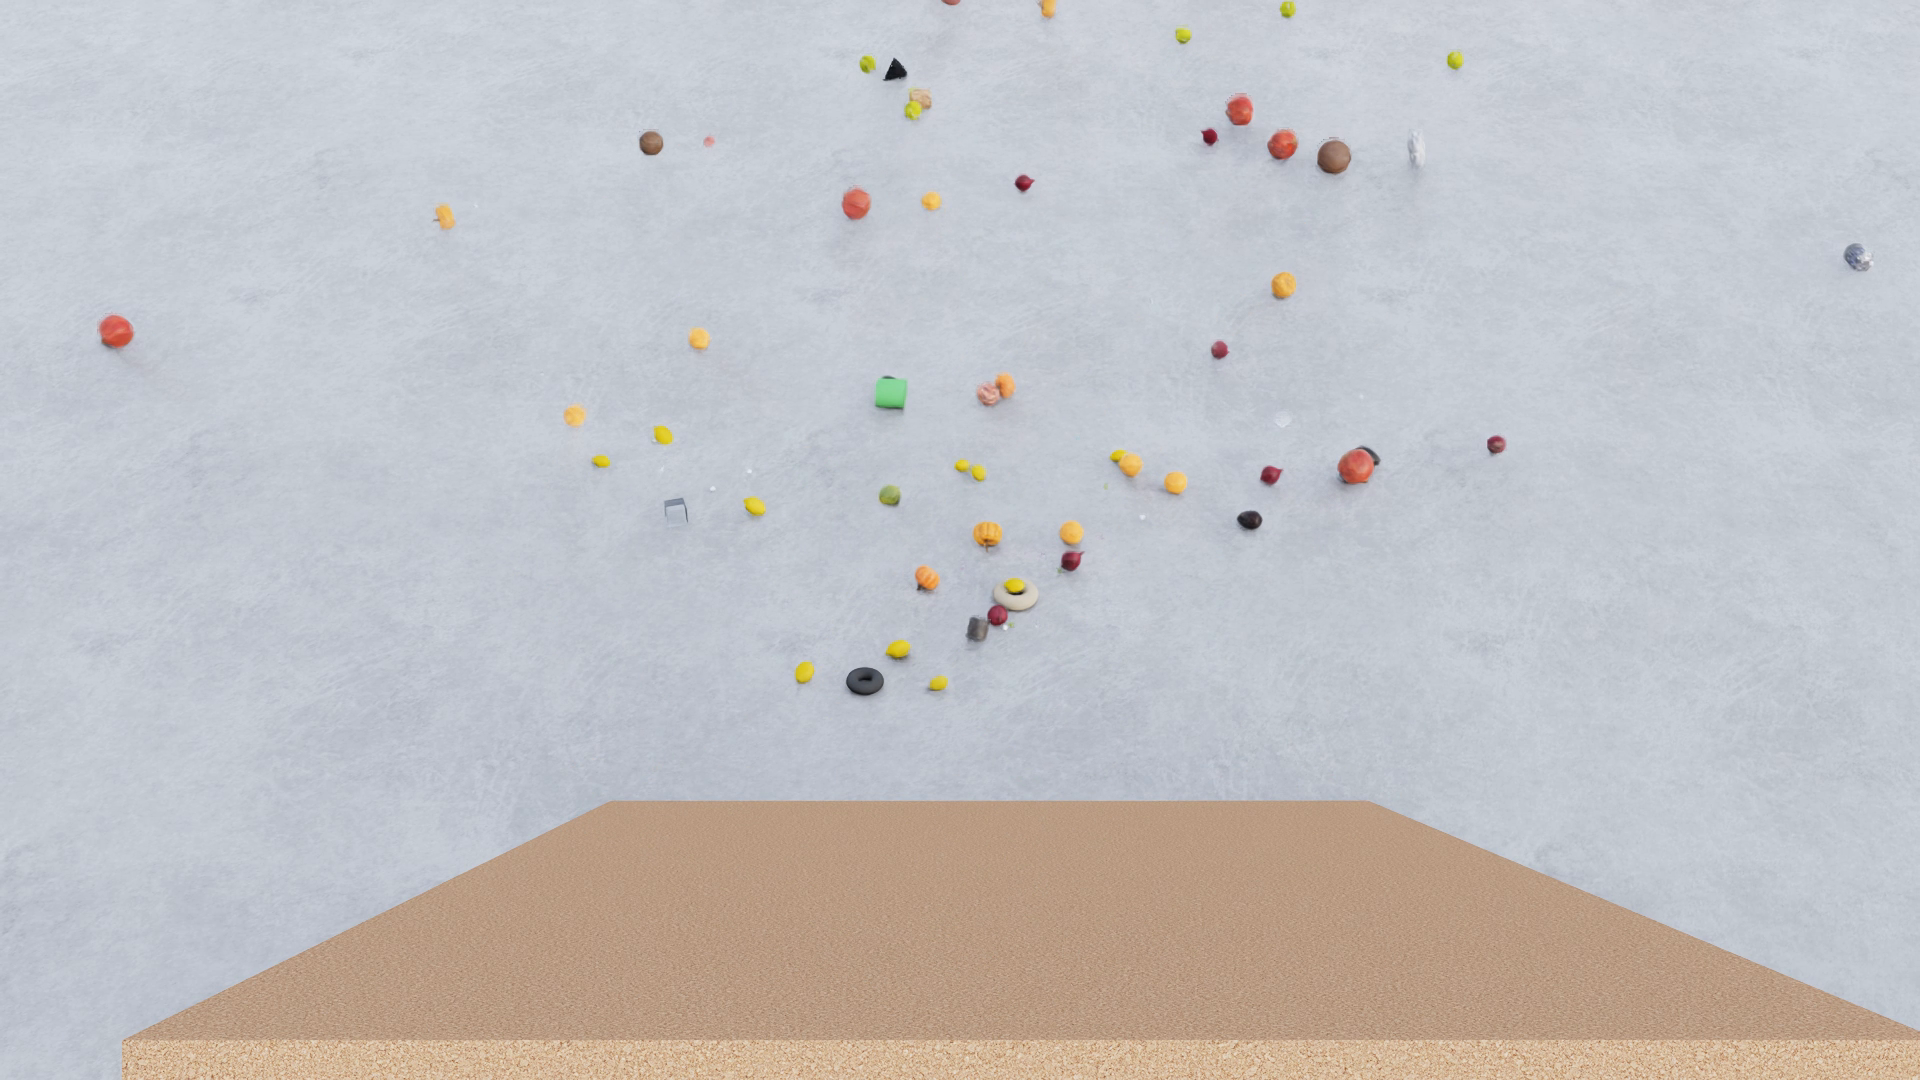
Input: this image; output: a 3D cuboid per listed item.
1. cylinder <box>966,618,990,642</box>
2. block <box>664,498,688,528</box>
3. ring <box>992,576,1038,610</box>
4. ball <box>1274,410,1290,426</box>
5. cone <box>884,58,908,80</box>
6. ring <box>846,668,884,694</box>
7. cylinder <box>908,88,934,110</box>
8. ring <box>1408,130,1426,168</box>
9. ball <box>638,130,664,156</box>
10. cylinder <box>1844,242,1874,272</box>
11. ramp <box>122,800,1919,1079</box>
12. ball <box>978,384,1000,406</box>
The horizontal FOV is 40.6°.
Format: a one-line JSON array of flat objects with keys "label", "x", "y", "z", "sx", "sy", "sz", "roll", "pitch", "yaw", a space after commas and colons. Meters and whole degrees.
[{"label": "cylinder", "x": 0.050, "y": 0.260, "z": 7.524, "sx": 0.057, "sy": 0.057, "sz": 0.057, "roll": 11, "pitch": 79, "yaw": 14}, {"label": "block", "x": -0.878, "y": -0.085, "z": 8.025, "sx": 0.060, "sy": 0.060, "sz": 0.060, "roll": -10, "pitch": 37, "yaw": -13}, {"label": "ring", "x": 0.165, "y": 0.159, "z": 7.697, "sx": 0.136, "sy": 0.045, "sz": 0.136, "roll": 0, "pitch": 37, "yaw": 0}, {"label": "ball", "x": 1.051, "y": -0.395, "z": 8.467, "sx": 0.053, "sy": 0.053, "sz": 0.053, "roll": 0, "pitch": 35, "yaw": 0}, {"label": "cone", "x": -0.278, "y": -1.898, "z": 10.587, "sx": 0.093, "sy": 0.093, "sz": 0.093, "roll": -40, "pitch": 45, "yaw": -4}, {"label": "ring", "x": -0.269, "y": 0.400, "z": 7.366, "sx": 0.108, "sy": 0.036, "sz": 0.108, "roll": 1, "pitch": 34, "yaw": -1}, {"label": "cylinder", "x": -0.156, "y": -1.755, "z": 10.350, "sx": 0.075, "sy": 0.075, "sz": 0.075, "roll": 8, "pitch": 28, "yaw": -32}, {"label": "ring", "x": 1.741, "y": -1.490, "z": 9.913, "sx": 0.048, "sy": 0.145, "sz": 0.145, "roll": -5, "pitch": 36, "yaw": 1}, {"label": "ball", "x": -1.192, "y": -1.532, "z": 10.027, "sx": 0.096, "sy": 0.096, "sz": 0.096, "roll": 0, "pitch": 35, "yaw": 0}, {"label": "cylinder", "x": 3.222, "y": -1.014, "z": 9.314, "sx": 0.077, "sy": 0.077, "sz": 0.077, "roll": -14, "pitch": 54, "yaw": -19}, {"label": "ramp", "x": 0.078, "y": 0.669, "z": 4.855, "sx": 2.000, "sy": 0.100, "sz": 4.000, "roll": 0, "pitch": -2, "yaw": 0}, {"label": "ball", "x": 0.093, "y": -0.479, "z": 8.567, "sx": 0.074, "sy": 0.074, "sz": 0.074, "roll": 0, "pitch": 35, "yaw": 0}]
